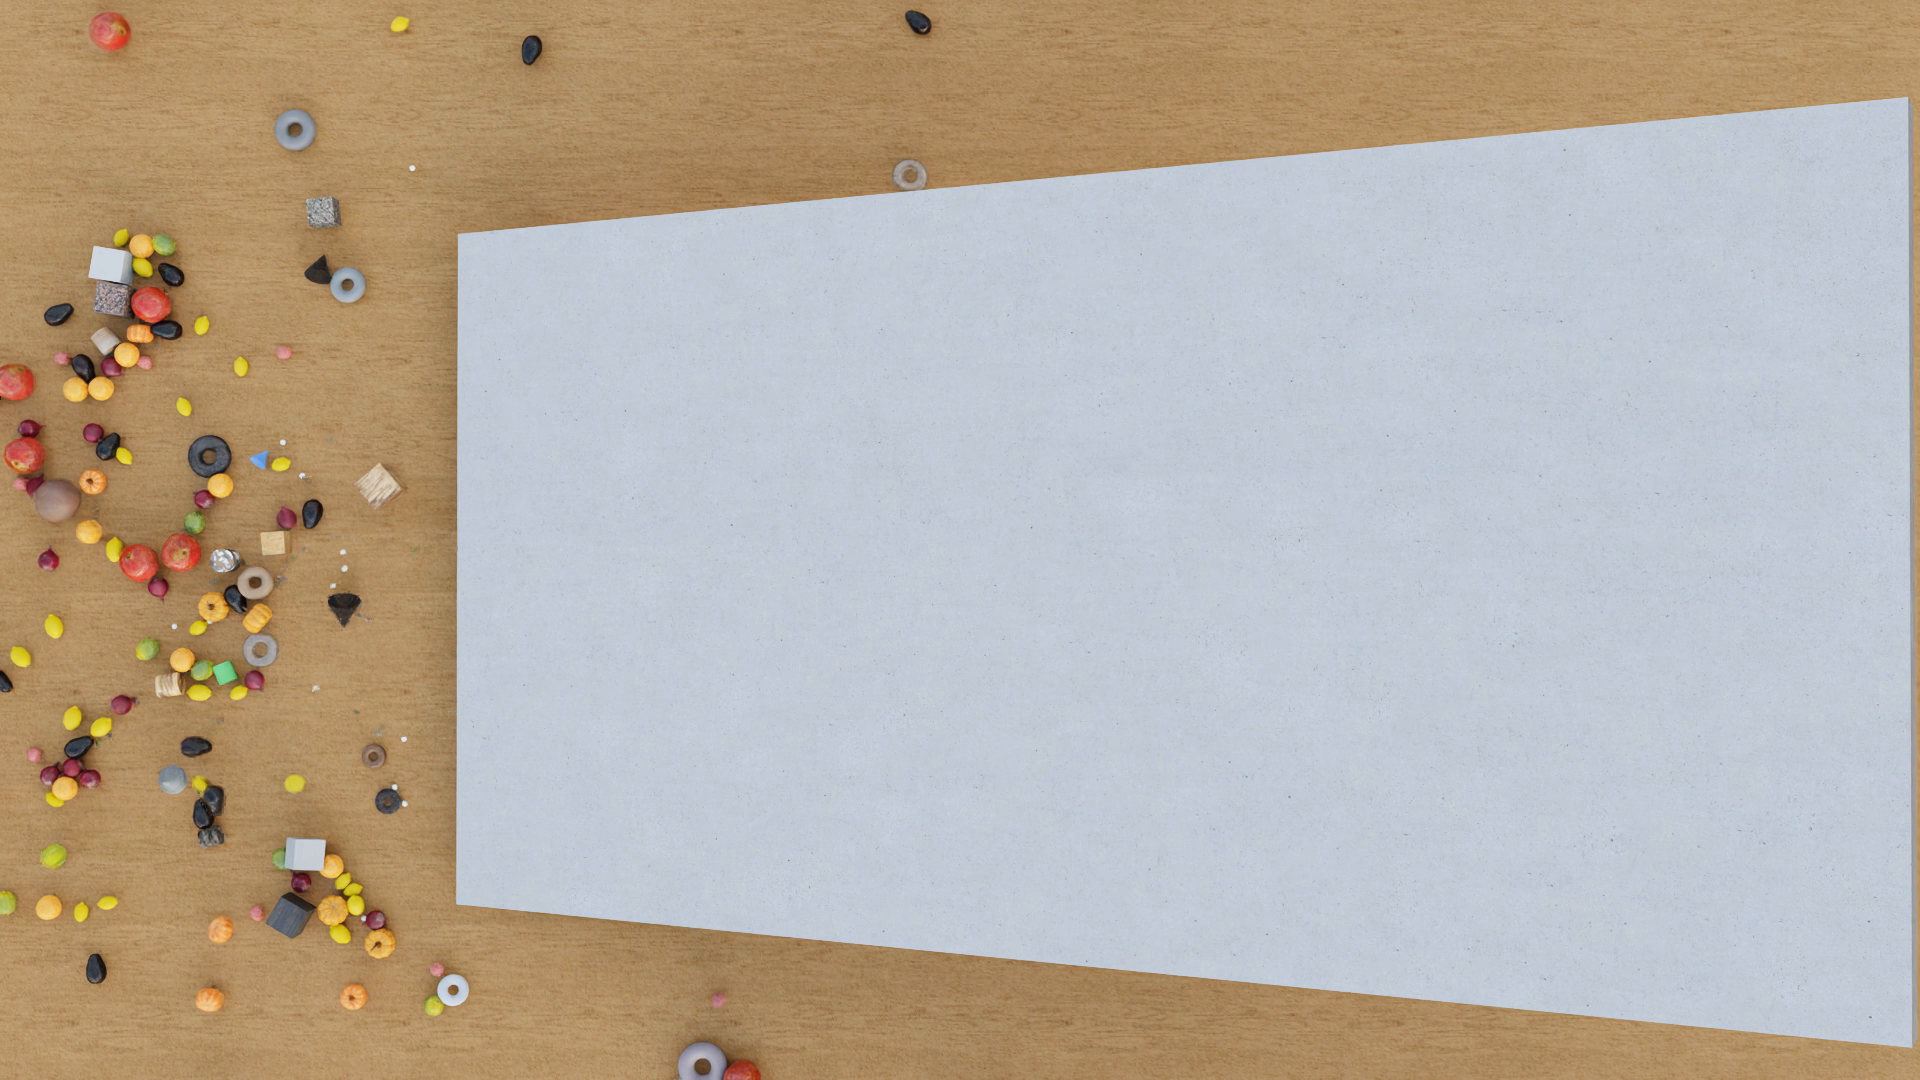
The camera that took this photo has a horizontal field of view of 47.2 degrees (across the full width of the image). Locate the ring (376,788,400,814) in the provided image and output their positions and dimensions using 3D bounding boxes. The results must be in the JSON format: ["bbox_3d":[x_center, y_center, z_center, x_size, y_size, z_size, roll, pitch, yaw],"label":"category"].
[{"bbox_3d":[-1.725,0.788,6.631,0.079,0.026,0.079,0,88,1],"label":"ring"}]

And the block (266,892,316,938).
[{"bbox_3d":[-2.006,1.125,6.594,0.093,0.093,0.093,30,90,0],"label":"block"}]

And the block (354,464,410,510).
[{"bbox_3d":[-1.735,-0.159,6.604,0.100,0.100,0.100,-40,90,0],"label":"block"}]

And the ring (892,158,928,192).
[{"bbox_3d":[-0.150,-1.098,6.645,0.111,0.037,0.111,0,91,-1],"label":"ring"}]

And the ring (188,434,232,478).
[{"bbox_3d":[-2.263,-0.252,6.633,0.131,0.044,0.131,0,88,1],"label":"ring"}]

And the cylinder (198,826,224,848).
[{"bbox_3d":[-2.253,0.893,6.614,0.057,0.057,0.057,-15,89,0],"label":"cylinder"}]

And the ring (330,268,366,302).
[{"bbox_3d":[-1.848,-0.770,6.642,0.109,0.036,0.109,0,88,1],"label":"ring"}]

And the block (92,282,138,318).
[{"bbox_3d":[-2.539,-0.721,6.614,0.091,0.091,0.091,8,89,0],"label":"block"}]

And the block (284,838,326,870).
[{"bbox_3d":[-1.959,0.938,6.577,0.090,0.090,0.090,7,84,-33],"label":"block"}]

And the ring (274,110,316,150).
[{"bbox_3d":[-2.008,-1.239,6.644,0.126,0.042,0.126,0,88,1],"label":"ring"}]

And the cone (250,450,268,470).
[{"bbox_3d":[-2.105,-0.252,6.642,0.054,0.054,0.054,32,63,0],"label":"cone"}]

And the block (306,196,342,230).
[{"bbox_3d":[-1.916,-0.986,6.623,0.079,0.079,0.079,-7,89,0],"label":"block"}]

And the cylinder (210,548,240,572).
[{"bbox_3d":[-2.210,0.062,6.616,0.070,0.070,0.070,0,89,0],"label":"cylinder"}]

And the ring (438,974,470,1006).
[{"bbox_3d":[-1.523,1.353,6.612,0.094,0.031,0.094,4,75,-16],"label":"ring"}]

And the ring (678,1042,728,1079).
[{"bbox_3d":[-0.773,1.583,6.612,0.150,0.050,0.150,0,89,1],"label":"ring"}]

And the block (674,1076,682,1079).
[{"bbox_3d":[-0.850,1.652,6.607,0.056,0.056,0.056,36,90,0],"label":"block"}]

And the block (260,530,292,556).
[{"bbox_3d":[-2.057,0.010,6.618,0.068,0.068,0.068,-5,89,0],"label":"block"}]

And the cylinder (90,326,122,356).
[{"bbox_3d":[-2.570,-0.597,6.626,0.065,0.065,0.065,-39,90,0],"label":"cylinder"}]

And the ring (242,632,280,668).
[{"bbox_3d":[-2.107,0.331,6.630,0.112,0.037,0.112,0,88,0],"label":"ring"}]

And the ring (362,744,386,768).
[{"bbox_3d":[-1.767,0.652,6.633,0.075,0.025,0.075,0,91,0],"label":"ring"}]

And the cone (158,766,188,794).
[{"bbox_3d":[-2.379,0.724,6.601,0.087,0.087,0.087,0,89,0],"label":"cone"}]

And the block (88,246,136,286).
[{"bbox_3d":[-2.547,-0.823,6.613,0.095,0.095,0.095,10,89,0],"label":"block"}]

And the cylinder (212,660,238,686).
[{"bbox_3d":[-2.212,0.400,6.620,0.057,0.057,0.057,-24,89,0],"label":"cylinder"}]

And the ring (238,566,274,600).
[{"bbox_3d":[-2.122,0.129,6.622,0.106,0.035,0.106,4,72,-12],"label":"ring"}]

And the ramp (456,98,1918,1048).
[{"bbox_3d":[0.273,0.076,5.639,4.000,0.100,2.000,0,89,29],"label":"ramp"}]
